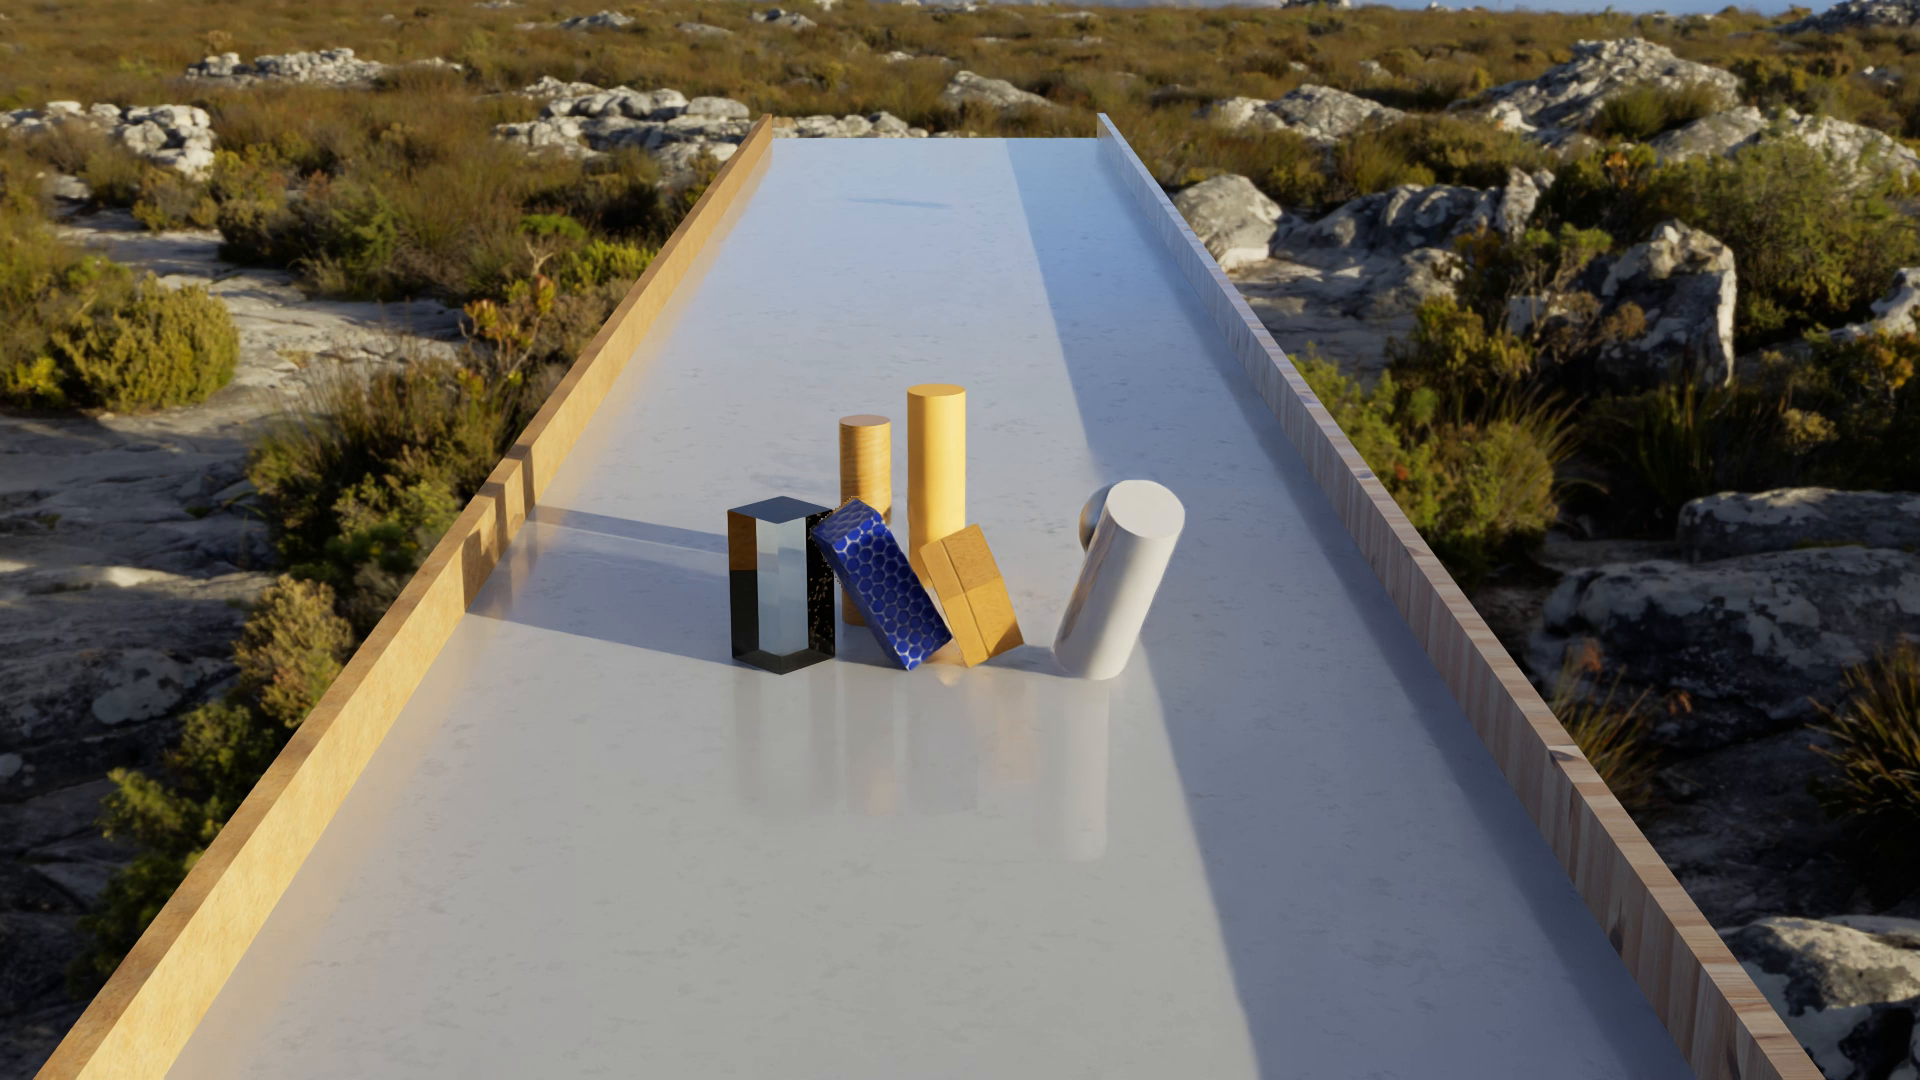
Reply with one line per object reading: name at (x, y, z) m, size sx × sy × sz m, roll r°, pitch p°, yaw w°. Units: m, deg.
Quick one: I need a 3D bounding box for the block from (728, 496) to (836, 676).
block at (-0.355, 0.088, 4.386) m, size 0.147 × 0.310 × 0.147 m, roll 15°, pitch 22°, yaw 41°

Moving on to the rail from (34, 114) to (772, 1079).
rail at (-1.118, -0.838, 7.780) m, size 0.050 × 0.150 × 12.000 m, roll 0°, pitch 17°, yaw -1°

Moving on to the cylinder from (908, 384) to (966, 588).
cylinder at (-0.052, -0.119, 4.863) m, size 0.128 × 0.436 × 0.128 m, roll 0°, pitch 17°, yaw 0°

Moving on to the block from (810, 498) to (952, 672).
block at (-0.153, 0.088, 4.340) m, size 0.112 × 0.322 × 0.112 m, roll -37°, pitch 28°, yaw -13°

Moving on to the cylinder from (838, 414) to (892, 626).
cylinder at (-0.197, -0.040, 4.605) m, size 0.107 × 0.432 × 0.107 m, roll 0°, pitch 17°, yaw 0°

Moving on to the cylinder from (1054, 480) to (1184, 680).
cylinder at (0.301, 0.080, 4.205) m, size 0.149 × 0.413 × 0.149 m, roll 8°, pitch 46°, yaw -9°

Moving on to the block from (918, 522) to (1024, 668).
block at (0.025, 0.110, 4.250) m, size 0.122 × 0.122 × 0.337 m, roll -23°, pitch -26°, yaw -2°

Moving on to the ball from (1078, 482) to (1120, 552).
ball at (0.325, -0.024, 4.334) m, size 0.184 × 0.184 × 0.184 m, roll 0°, pitch 17°, yaw 0°

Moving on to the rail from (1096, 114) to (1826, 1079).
rail at (0.932, -0.844, 7.801) m, size 0.050 × 0.150 × 12.000 m, roll 0°, pitch 17°, yaw -1°
